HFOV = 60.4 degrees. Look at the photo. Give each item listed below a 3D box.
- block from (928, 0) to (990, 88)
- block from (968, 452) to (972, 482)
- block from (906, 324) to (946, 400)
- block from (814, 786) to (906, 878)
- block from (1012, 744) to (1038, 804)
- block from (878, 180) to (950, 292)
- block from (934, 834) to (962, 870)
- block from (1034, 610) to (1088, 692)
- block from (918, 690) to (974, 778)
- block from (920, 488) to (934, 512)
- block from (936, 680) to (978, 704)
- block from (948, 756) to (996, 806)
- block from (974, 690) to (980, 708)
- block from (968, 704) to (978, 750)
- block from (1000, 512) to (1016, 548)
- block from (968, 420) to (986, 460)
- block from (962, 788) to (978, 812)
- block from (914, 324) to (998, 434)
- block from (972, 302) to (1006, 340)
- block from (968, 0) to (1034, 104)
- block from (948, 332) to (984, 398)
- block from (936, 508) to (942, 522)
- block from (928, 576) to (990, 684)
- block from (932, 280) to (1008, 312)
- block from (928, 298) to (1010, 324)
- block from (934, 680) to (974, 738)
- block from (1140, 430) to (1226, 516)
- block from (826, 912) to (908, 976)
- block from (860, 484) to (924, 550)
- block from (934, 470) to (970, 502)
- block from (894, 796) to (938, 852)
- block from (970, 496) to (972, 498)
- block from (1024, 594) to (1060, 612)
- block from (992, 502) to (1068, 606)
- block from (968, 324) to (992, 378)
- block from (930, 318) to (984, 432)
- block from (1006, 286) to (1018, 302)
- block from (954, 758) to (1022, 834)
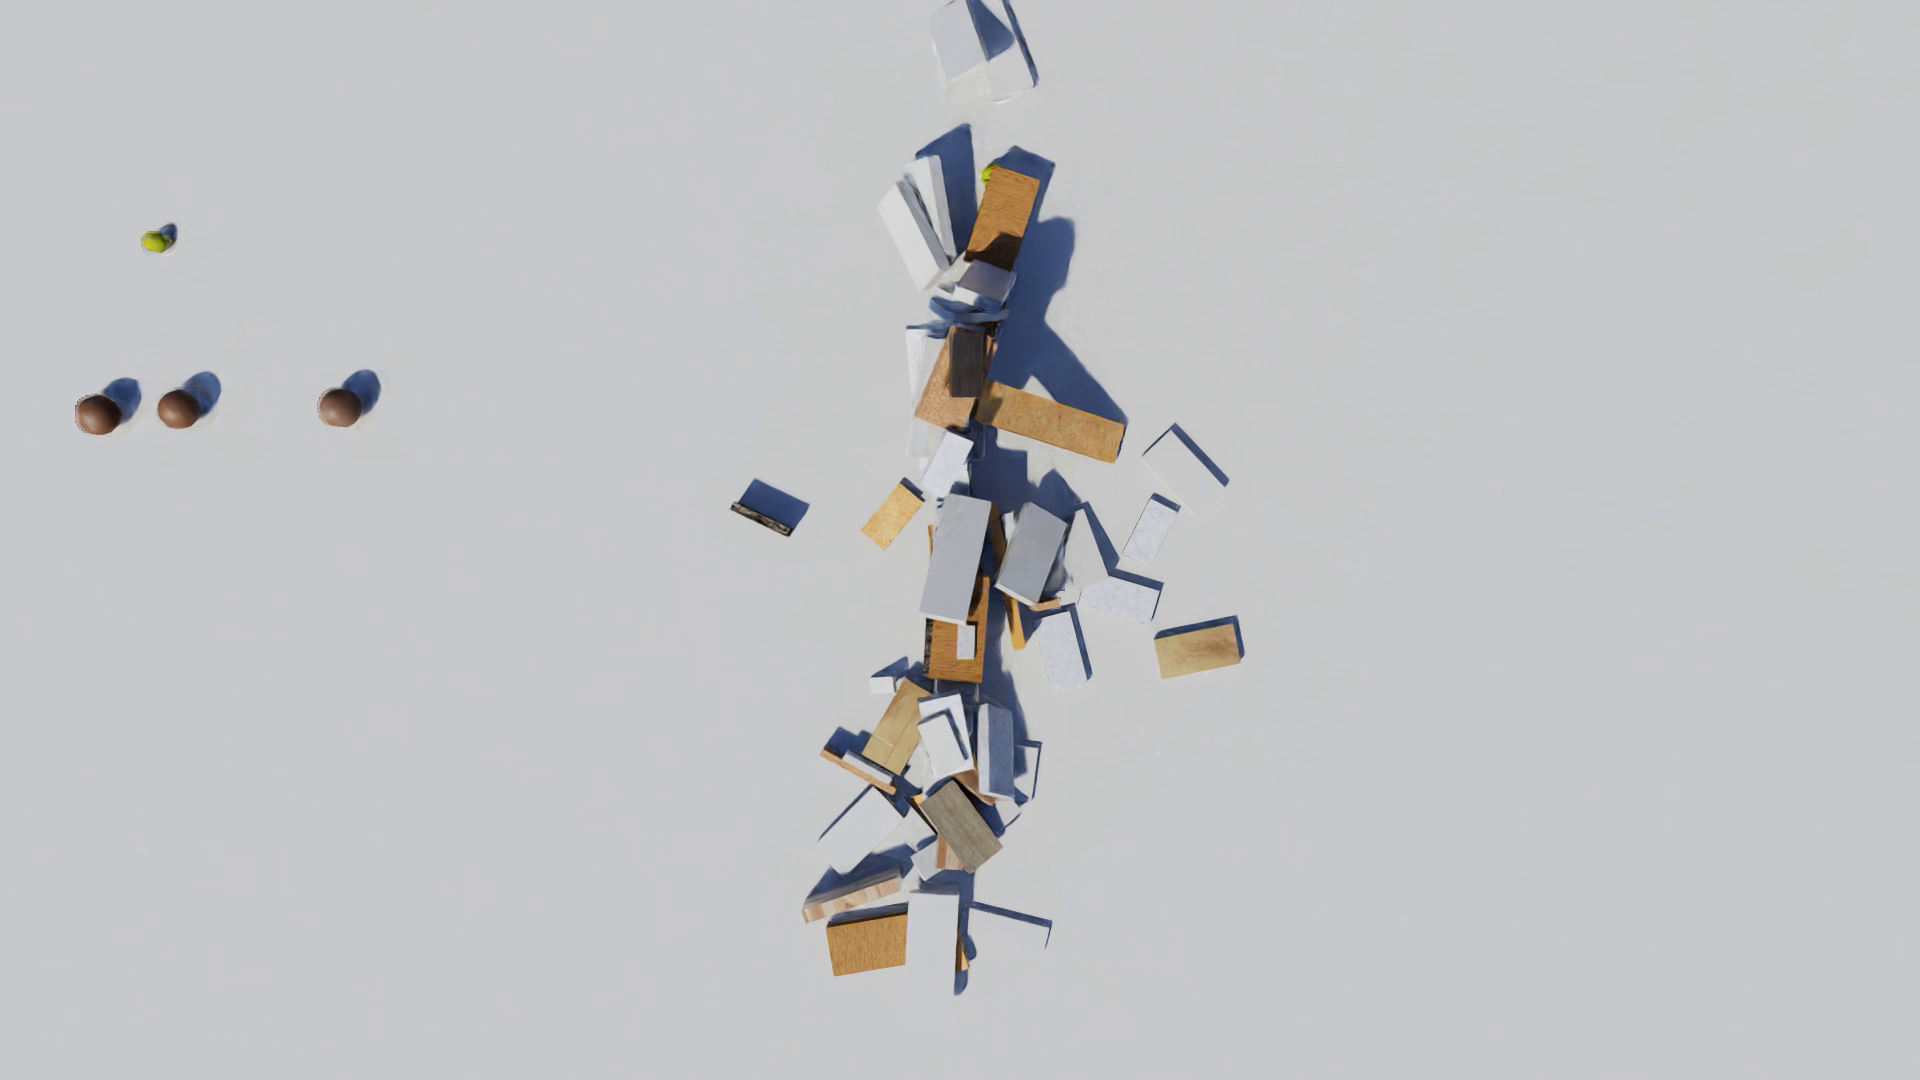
[{"bbox_3d":[-0.005,-1.629,5.392,0.141,0.040,0.283,-25,63,18],"label":"block"},{"bbox_3d":[-0.036,-0.333,5.379,0.118,0.033,0.318,-1,122,9],"label":"block"},{"bbox_3d":[-0.098,-0.554,5.139,0.123,0.035,0.246,-2,124,3],"label":"block"},{"bbox_3d":[-0.331,0.963,5.452,0.288,0.041,0.144,-45,81,7],"label":"block"},{"bbox_3d":[0.202,0.777,5.487,0.092,0.026,0.184,7,90,0],"label":"block"},{"bbox_3d":[-0.152,-0.996,5.402,0.046,0.162,0.324,-23,83,-30],"label":"block"},{"bbox_3d":[-0.030,0.989,5.399,0.087,0.025,0.174,6,83,-12],"label":"block"},{"bbox_3d":[0.334,0.369,5.483,0.123,0.035,0.247,-14,90,0],"label":"block"},{"bbox_3d":[-0.045,0.624,5.311,0.135,0.038,0.271,-13,110,-6],"label":"block"},{"bbox_3d":[-0.080,-0.122,5.492,0.106,0.015,0.053,44,90,0],"label":"block"},{"bbox_3d":[-0.008,0.404,5.422,0.135,0.038,0.271,1,64,-1],"label":"block"},{"bbox_3d":[0.054,0.780,5.409,0.184,0.026,0.092,38,63,-5],"label":"block"},{"bbox_3d":[-0.008,0.573,5.431,0.097,0.028,0.194,15,65,6],"label":"block"},{"bbox_3d":[-0.012,0.649,5.467,0.114,0.032,0.228,9,83,3],"label":"block"},{"bbox_3d":[0.183,0.049,5.430,0.039,0.139,0.278,-13,90,0],"label":"block"},{"bbox_3d":[-0.007,-0.424,5.372,0.171,0.049,0.343,3,126,6],"label":"block"},{"bbox_3d":[0.019,0.945,5.457,0.114,0.032,0.228,-24,90,31],"label":"block"},{"bbox_3d":[-0.012,-0.488,5.031,0.150,0.042,0.300,21,96,-22],"label":"block"},{"bbox_3d":[0.063,-0.742,5.401,0.141,0.040,0.283,19,65,0],"label":"block"},{"bbox_3d":[0.088,-1.716,5.480,0.141,0.040,0.505,-22,90,0],"label":"block"},{"bbox_3d":[0.018,-0.526,4.962,0.096,0.027,0.192,-3,104,-19],"label":"block"},{"bbox_3d":[-0.027,-0.042,5.305,0.070,0.020,0.140,-15,71,-7],"label":"block"},{"bbox_3d":[-0.001,0.278,5.227,0.167,0.047,0.334,5,79,0],"label":"block"},{"bbox_3d":[0.036,-0.791,5.292,0.123,0.246,0.035,33,123,26],"label":"block"},{"bbox_3d":[0.029,-0.739,5.270,0.123,0.246,0.035,39,125,34],"label":"block"},{"bbox_3d":[-0.019,0.510,5.418,0.135,0.038,0.271,7,64,-4],"label":"block"},{"bbox_3d":[0.741,-0.222,5.481,0.133,0.038,0.266,-43,90,0],"label":"block"},{"bbox_3d":[-0.270,1.337,5.477,0.327,0.046,0.163,-10,90,0],"label":"block"},{"bbox_3d":[-0.226,-0.077,5.485,0.103,0.029,0.205,39,90,0],"label":"block"},{"bbox_3d":[-0.030,-0.188,5.351,0.118,0.033,0.236,-6,112,-1],"label":"block"},{"bbox_3d":[-0.163,0.945,5.457,0.091,0.026,0.182,-43,82,2],"label":"block"},{"bbox_3d":[0.010,-0.064,5.426,0.091,0.026,0.183,-12,80,-3],"label":"block"},{"bbox_3d":[0.268,0.208,5.411,0.084,0.167,0.024,-12,95,-8],"label":"block"},{"bbox_3d":[0.228,0.046,5.342,0.151,0.043,0.301,29,68,-19],"label":"block"},{"bbox_3d":[0.005,-0.582,5.336,0.171,0.343,0.049,6,63,0],"label":"block"},{"bbox_3d":[-0.031,-0.519,5.213,0.171,0.049,0.343,9,122,2],"label":"block"},{"bbox_3d":[0.111,-0.855,5.489,0.148,0.021,0.074,41,90,0],"label":"block"},{"bbox_3d":[0.089,0.848,5.463,0.114,0.032,0.228,-41,79,0],"label":"block"}]
